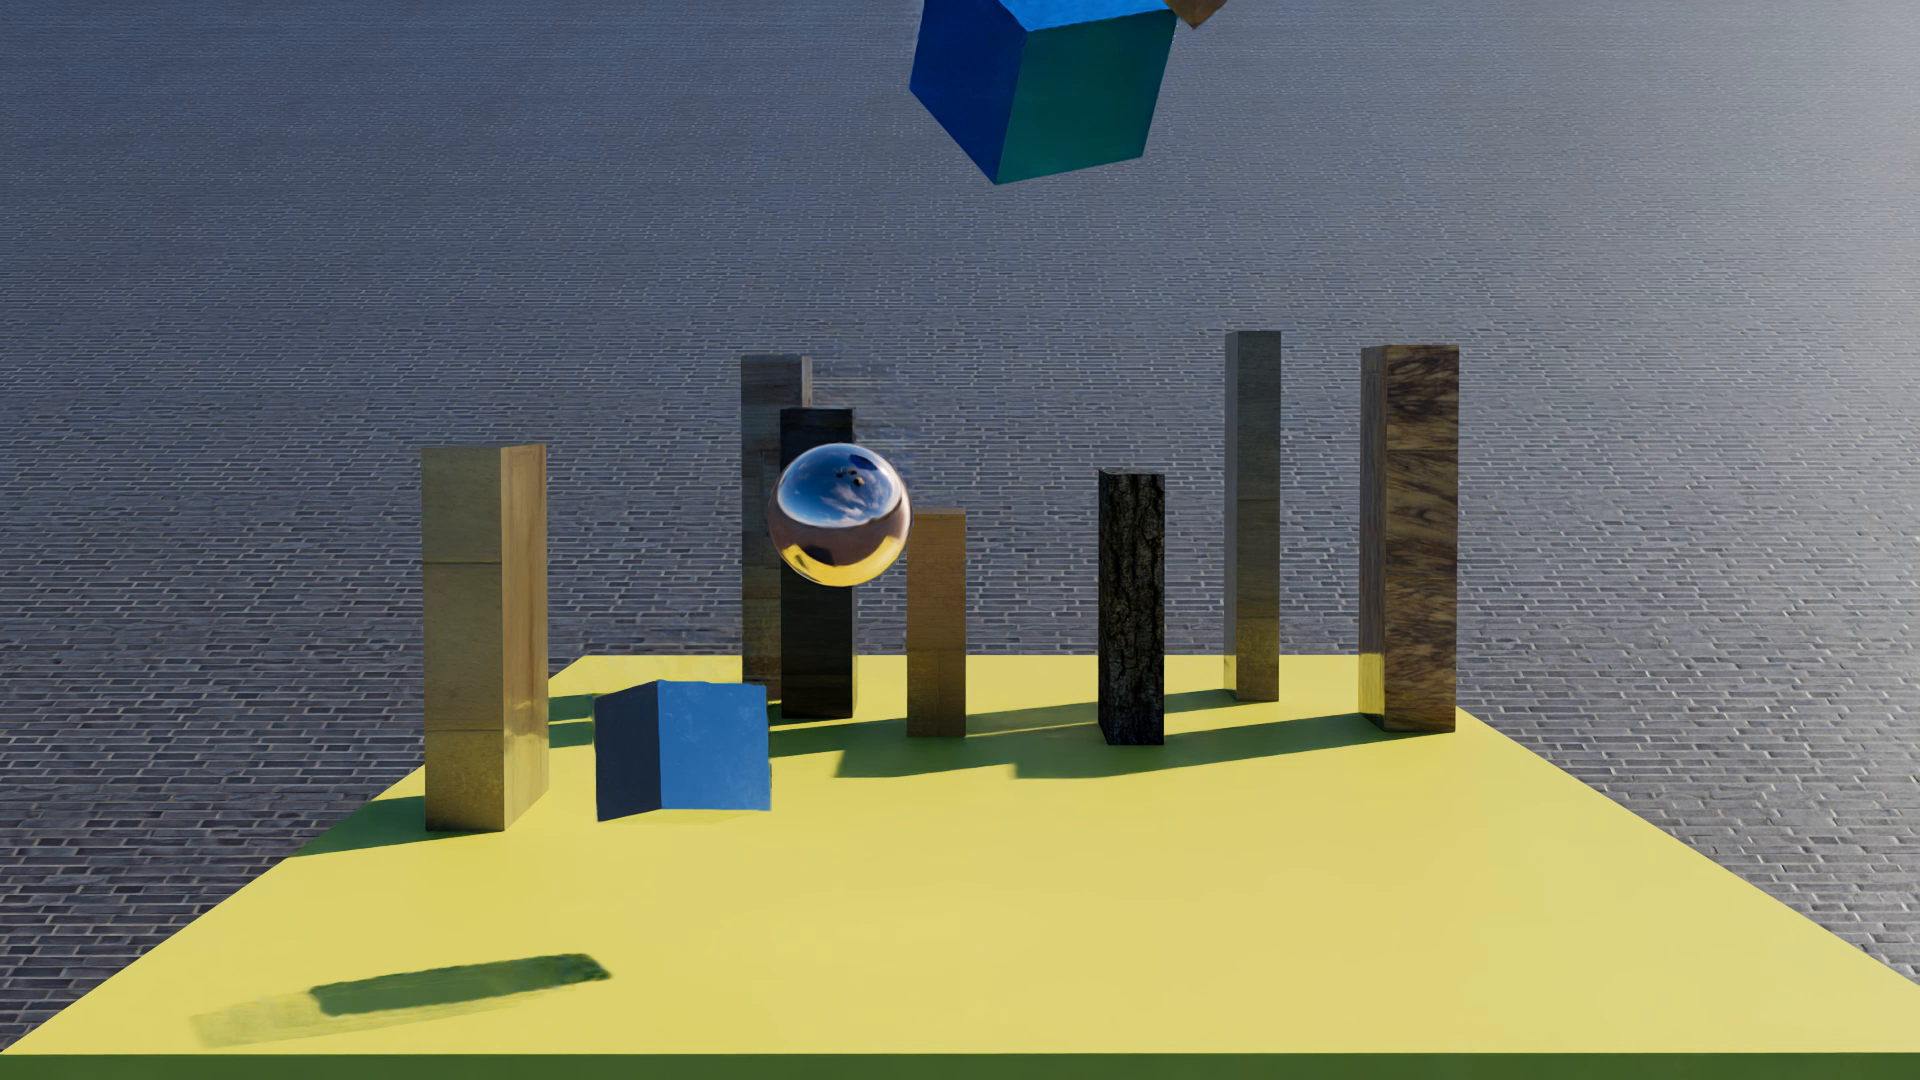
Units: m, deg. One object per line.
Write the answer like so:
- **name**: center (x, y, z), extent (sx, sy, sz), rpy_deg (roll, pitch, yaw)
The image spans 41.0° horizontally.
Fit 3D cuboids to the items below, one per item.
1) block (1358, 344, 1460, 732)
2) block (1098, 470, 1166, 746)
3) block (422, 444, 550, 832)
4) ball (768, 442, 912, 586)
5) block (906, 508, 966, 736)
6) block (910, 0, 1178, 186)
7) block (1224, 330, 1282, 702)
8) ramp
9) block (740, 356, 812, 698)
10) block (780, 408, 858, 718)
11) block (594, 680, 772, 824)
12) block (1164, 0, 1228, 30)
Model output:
- **block**: center (0.894, -0.010, 5.140), extent (0.139, 0.751, 0.325), rpy_deg (0, 3, 0)
- **block**: center (0.329, 0.122, 4.970), extent (0.104, 0.507, 0.347), rpy_deg (0, 3, 0)
- **block**: center (-0.741, 0.138, 4.041), extent (0.118, 0.574, 0.424), rpy_deg (0, 3, 0)
- **ball**: center (-0.120, -0.025, 2.572), extent (0.145, 0.145, 0.145), rpy_deg (0, 21, 0)
- **block**: center (-0.046, 0.156, 5.077), extent (0.113, 0.428, 0.312), rpy_deg (0, 3, 0)
- **block**: center (0.083, -0.504, 2.639), extent (0.181, 0.181, 0.181), rpy_deg (-15, 49, -28)
- **block**: center (0.637, -0.056, 5.619), extent (0.092, 0.793, 0.258), rpy_deg (0, 3, 0)
- **ramp**: center (0.050, 0.449, 4.532), extent (2.000, 0.100, 4.000), rpy_deg (0, 3, 0)
- **block**: center (-0.407, -0.037, 5.746), extent (0.130, 0.743, 0.382), rpy_deg (0, 3, 0)
- **block**: center (-0.291, 0.041, 5.349), extent (0.145, 0.629, 0.289), rpy_deg (0, 3, 0)
- **block**: center (-0.327, 0.251, 3.018), extent (0.147, 0.147, 0.147), rpy_deg (5, -14, -37)
- **block**: center (0.205, -0.556, 2.215), extent (0.134, 0.134, 0.134), rpy_deg (-41, 74, -6)
